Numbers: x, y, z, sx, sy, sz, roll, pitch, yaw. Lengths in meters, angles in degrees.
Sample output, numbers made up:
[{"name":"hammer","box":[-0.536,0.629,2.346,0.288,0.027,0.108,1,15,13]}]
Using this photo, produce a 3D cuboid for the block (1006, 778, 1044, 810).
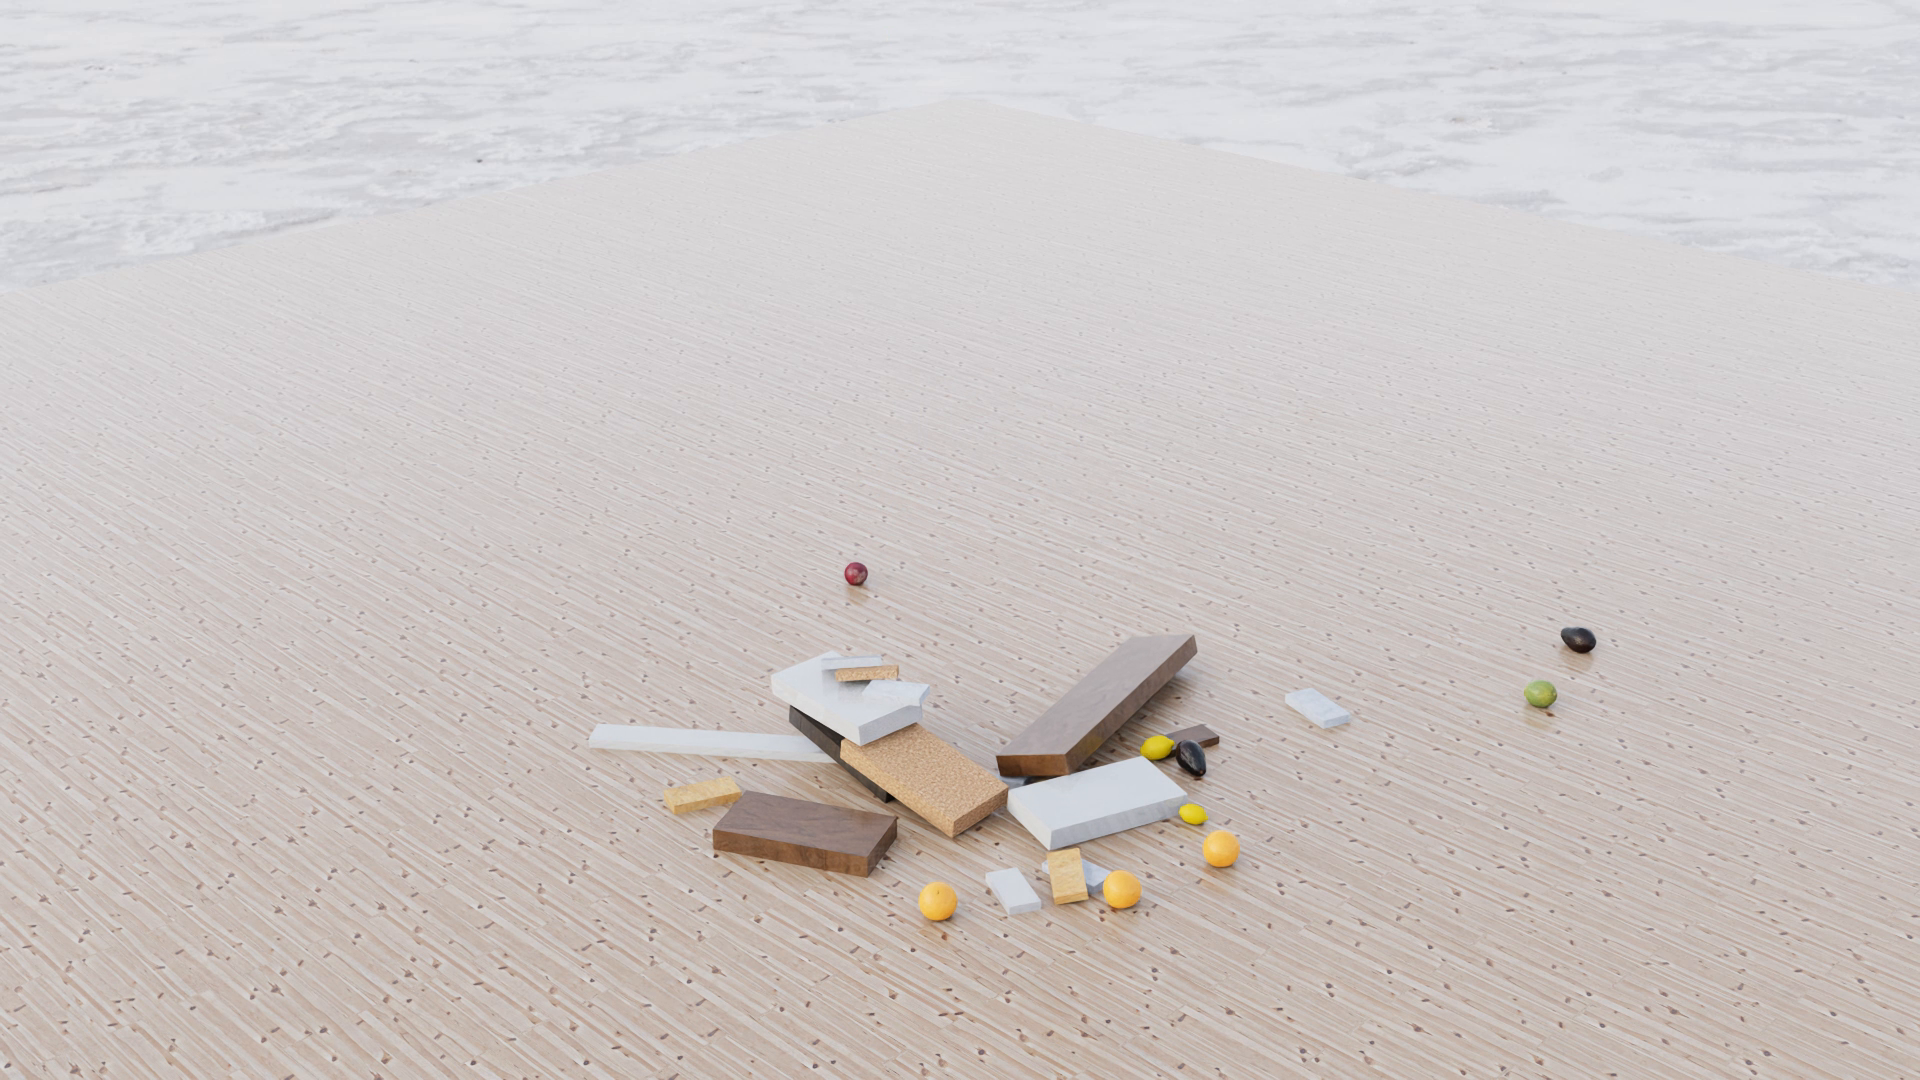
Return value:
[{"name":"block","box":[0.156,0.528,4.493,0.063,0.018,0.126,16,28,34]}]

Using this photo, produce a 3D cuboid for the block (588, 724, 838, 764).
[{"name":"block","box":[-0.520,0.435,4.709,0.545,0.020,0.072,3,23,7]}]

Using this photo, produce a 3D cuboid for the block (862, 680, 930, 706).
[{"name":"block","box":[-0.132,0.316,4.554,0.126,0.018,0.063,4,25,20]}]

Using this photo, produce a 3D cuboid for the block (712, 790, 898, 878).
[{"name":"block","box":[-0.305,0.578,4.339,0.325,0.046,0.162,8,24,18]}]

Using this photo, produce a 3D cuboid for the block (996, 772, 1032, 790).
[{"name":"block","box":[0.120,0.484,4.597,0.063,0.018,0.126,8,24,17]}]

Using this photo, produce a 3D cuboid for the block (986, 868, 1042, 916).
[{"name":"block","box":[0.101,0.665,4.169,0.064,0.018,0.128,-8,24,-18]}]

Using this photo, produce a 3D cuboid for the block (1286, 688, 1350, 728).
[{"name":"block","box":[0.790,0.371,4.860,0.072,0.020,0.143,-12,26,-25]}]

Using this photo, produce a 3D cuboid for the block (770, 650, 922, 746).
[{"name":"block","box":[-0.240,0.329,4.621,0.161,0.046,0.321,-21,29,-33]}]

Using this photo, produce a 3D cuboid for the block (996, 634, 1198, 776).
[{"name":"block","box":[0.310,0.352,4.792,0.162,0.046,0.693,-5,16,31]}]

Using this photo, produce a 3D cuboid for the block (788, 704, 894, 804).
[{"name":"block","box":[-0.196,0.418,4.619,0.161,0.046,0.321,-23,44,-36]}]

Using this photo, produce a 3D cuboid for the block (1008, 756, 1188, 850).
[{"name":"block","box":[0.277,0.528,4.432,0.325,0.046,0.162,-11,29,-28]}]

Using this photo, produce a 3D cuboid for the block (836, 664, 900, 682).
[{"name":"block","box":[-0.195,0.279,4.623,0.129,0.018,0.064,-3,6,3]}]

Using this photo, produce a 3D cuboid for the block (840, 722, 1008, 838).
[{"name":"block","box":[-0.074,0.472,4.479,0.321,0.046,0.161,32,42,32]}]

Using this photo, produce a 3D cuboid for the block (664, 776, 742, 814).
[{"name":"block","box":[-0.527,0.522,4.503,0.143,0.020,0.072,-10,25,-22]}]

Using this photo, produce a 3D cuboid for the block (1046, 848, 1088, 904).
[{"name":"block","box":[0.204,0.640,4.189,0.064,0.018,0.128,-10,33,1]}]

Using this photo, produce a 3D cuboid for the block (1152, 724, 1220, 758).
[{"name":"block","box":[0.486,0.431,4.721,0.129,0.018,0.064,-13,26,-28]}]

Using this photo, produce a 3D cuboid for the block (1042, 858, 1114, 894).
[{"name":"block","box":[0.227,0.639,4.231,0.128,0.018,0.064,19,30,38]}]

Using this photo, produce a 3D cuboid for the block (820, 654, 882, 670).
[{"name":"block","box":[-0.231,0.259,4.670,0.129,0.018,0.064,-3,2,-2]}]
